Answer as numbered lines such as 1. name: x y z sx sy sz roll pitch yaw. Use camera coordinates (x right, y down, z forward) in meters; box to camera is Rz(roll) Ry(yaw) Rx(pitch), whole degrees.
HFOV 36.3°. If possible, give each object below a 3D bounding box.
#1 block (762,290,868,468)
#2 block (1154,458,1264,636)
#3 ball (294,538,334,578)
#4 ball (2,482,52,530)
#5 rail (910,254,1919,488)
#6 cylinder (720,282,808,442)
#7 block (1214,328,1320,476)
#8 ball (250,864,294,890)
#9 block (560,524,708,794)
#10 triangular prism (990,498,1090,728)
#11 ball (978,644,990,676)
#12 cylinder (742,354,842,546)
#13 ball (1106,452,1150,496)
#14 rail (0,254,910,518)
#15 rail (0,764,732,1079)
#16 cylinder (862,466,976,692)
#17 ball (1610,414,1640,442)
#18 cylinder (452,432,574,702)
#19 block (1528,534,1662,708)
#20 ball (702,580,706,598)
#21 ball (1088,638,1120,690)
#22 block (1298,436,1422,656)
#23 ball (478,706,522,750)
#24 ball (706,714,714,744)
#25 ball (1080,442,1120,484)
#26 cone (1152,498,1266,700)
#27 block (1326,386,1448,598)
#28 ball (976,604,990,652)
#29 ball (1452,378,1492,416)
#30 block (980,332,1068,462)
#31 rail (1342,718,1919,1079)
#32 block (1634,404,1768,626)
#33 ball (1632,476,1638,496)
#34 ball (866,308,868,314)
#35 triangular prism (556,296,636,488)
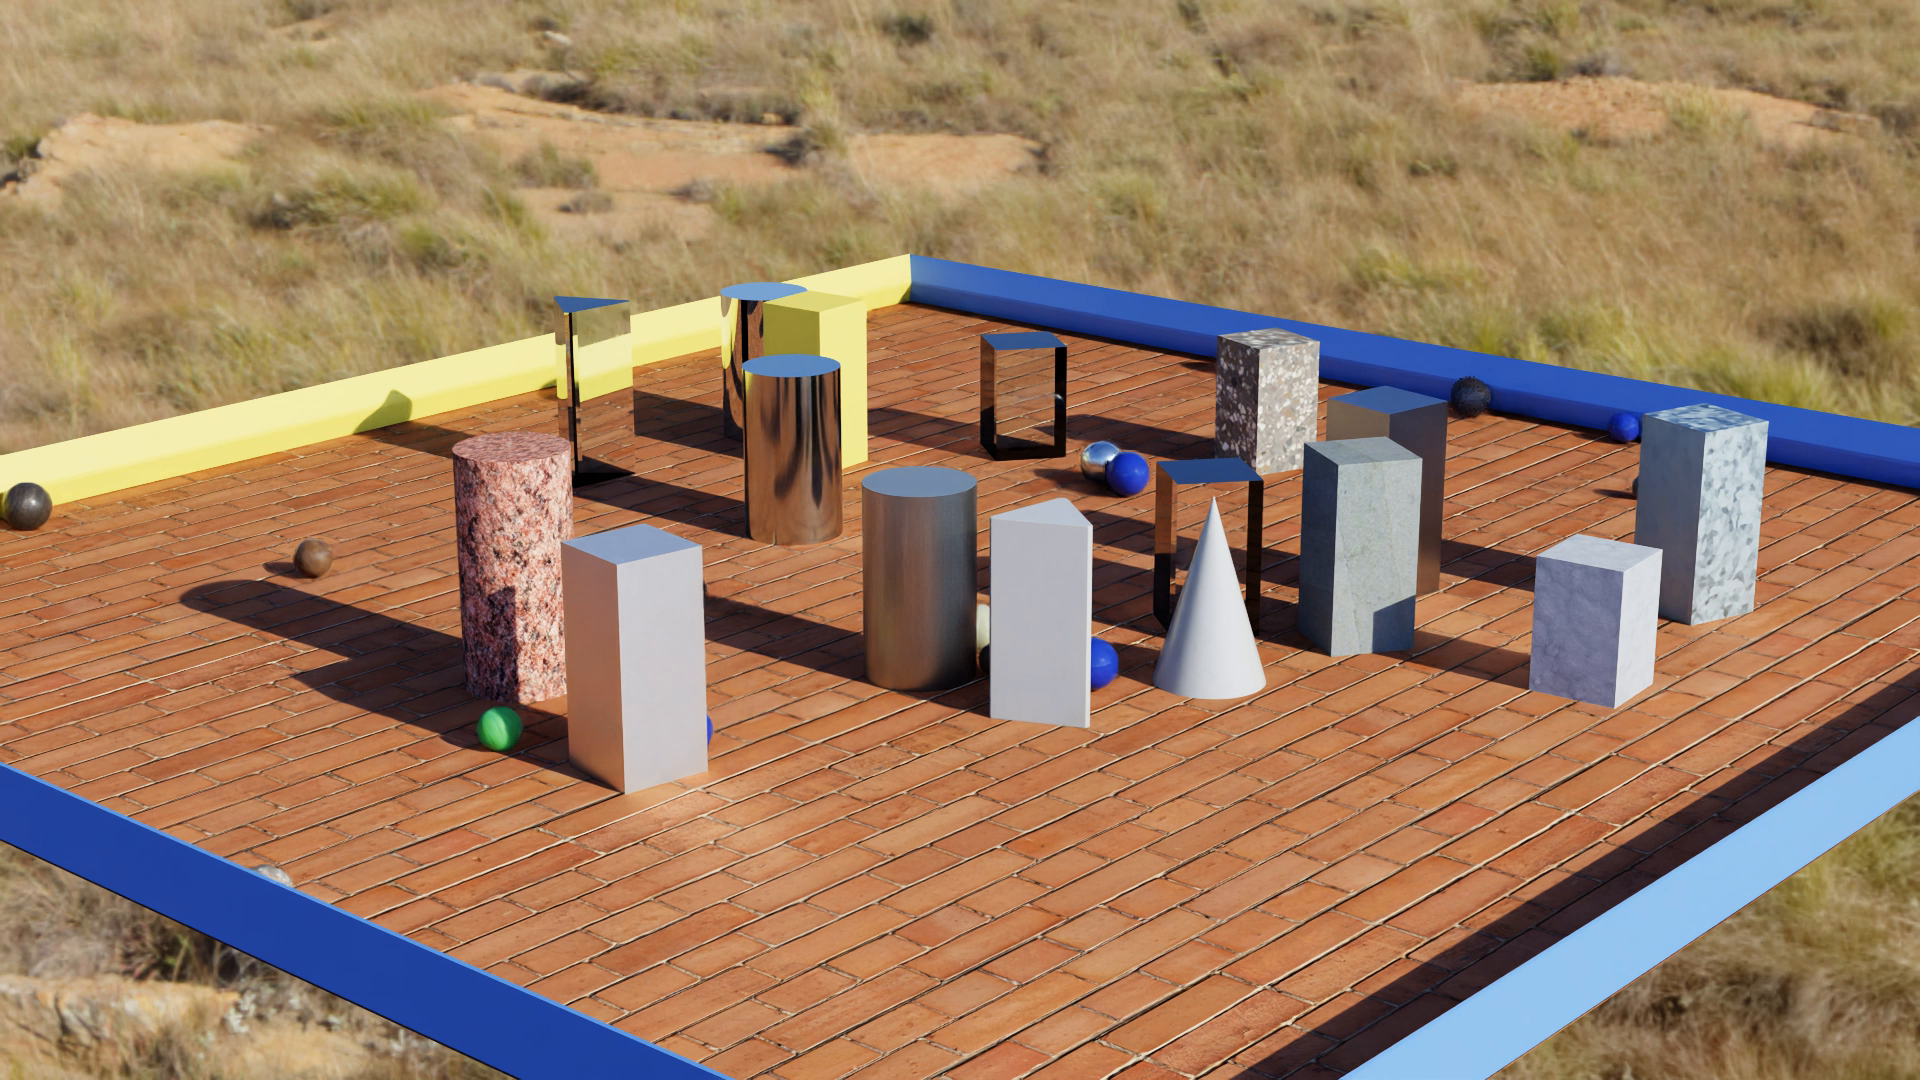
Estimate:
1. block: -0.290 -0.317 5.900 0.146 0.333 0.146 12 21 35
2. block: 0.415 0.014 4.915 0.146 0.270 0.146 -3 17 -10
3. ball: -1.147 0.032 5.201 0.069 0.069 0.069 0 17 0
4. ball: -1.744 -0.064 5.482 0.091 0.091 0.091 0 17 0
5. rail: 1.116 -0.343 6.351 3.334 0.118 0.045 14 22 39
6. cylinder: -0.407 -0.372 6.133 0.182 0.302 0.182 0 17 0
7. block: 0.617 -0.280 5.907 0.146 0.258 0.146 -9 19 -28
8. ball: -0.898 0.457 3.787 0.075 0.075 0.075 0 17 0
9. block: -0.473 0.171 4.266 0.146 0.346 0.146 -14 22 -38
10. triangular prism: 0.140 0.107 4.518 0.158 0.321 0.137 5 18 16
11. ball: 0.058 0.191 4.698 0.056 0.056 0.056 0 17 0
12. cylinder: -0.310 -0.168 5.434 0.182 0.318 0.182 0 17 0
13. ball: 0.327 -0.128 5.701 0.086 0.086 0.086 0 17 0
14. rail: -1.241 -0.283 6.153 0.045 0.118 3.451 14 22 39
15. rail: -1.116 0.402 3.891 3.334 0.118 0.045 14 22 39
16. cylinder: -0.064 0.061 4.673 0.182 0.320 0.182 0 17 0
17. ball: 1.380 -0.232 6.089 0.061 0.061 0.061 0 17 0
18. cylinder: -0.698 0.042 4.616 0.182 0.390 0.182 0 17 0
19. block: 1.002 0.126 4.625 0.146 0.223 0.146 12 21 34
20. ball: -0.462 0.088 5.047 0.053 0.053 0.053 0 17 0
21. ball: 0.210 0.196 4.636 0.084 0.084 0.084 0 17 0
22. block: 0.657 0.010 4.835 0.146 0.325 0.146 -5 17 -15
23. ball: -0.688 0.281 4.383 0.067 0.067 0.067 0 17 0
24. ball: -0.400 0.284 4.379 0.064 0.064 0.064 0 17 0
25. ball: 0.279 -0.153 5.785 0.085 0.085 0.085 0 17 0
26. cone: 0.398 0.076 4.644 0.182 0.307 0.182 0 17 0
27. block: 0.736 -0.078 5.092 0.146 0.342 0.146 -13 21 -37
28. ball: 0.035 0.146 4.811 0.079 0.079 0.079 0 17 0
29. ball: 1.099 -0.306 6.294 0.083 0.083 0.083 0 17 0
30. block: 0.129 -0.295 6.003 0.146 0.231 0.146 -4 17 -12
31. rail: 1.241 0.342 4.090 0.045 0.118 3.451 14 22 39
32. block: 1.258 -0.045 4.995 0.146 0.337 0.146 -10 20 -30
33. ball: 1.328 -0.103 5.681 0.051 0.051 0.051 0 17 0
34. ball: -0.255 -0.563 7.189 0.056 0.056 0.056 0 17 0
35. triangular prism: -0.753 -0.300 5.811 0.137 0.352 0.158 16 23 42
